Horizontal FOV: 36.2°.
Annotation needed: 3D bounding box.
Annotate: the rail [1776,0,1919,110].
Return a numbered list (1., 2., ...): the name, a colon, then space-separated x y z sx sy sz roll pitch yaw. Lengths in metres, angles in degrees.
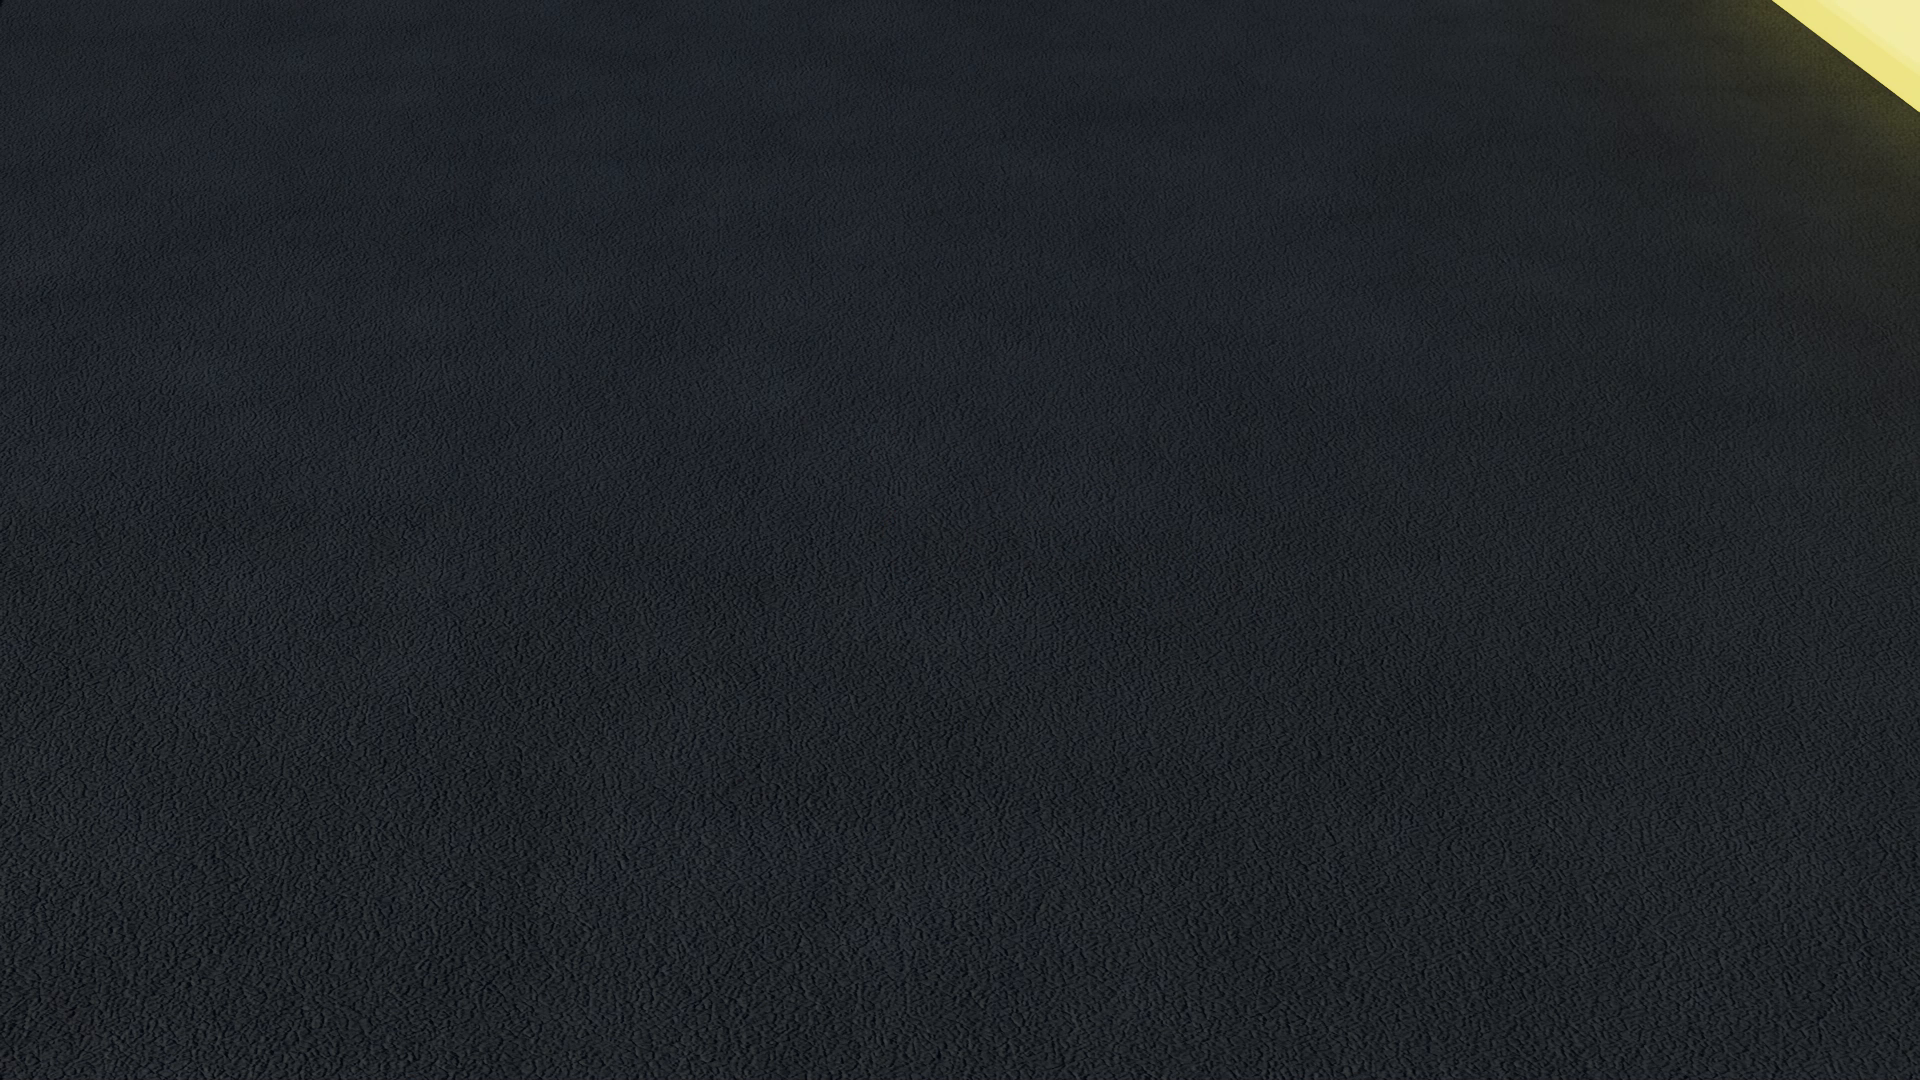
1. rail: 0.794 -0.500 2.672 0.045 0.126 3.369 -4 29 -8
